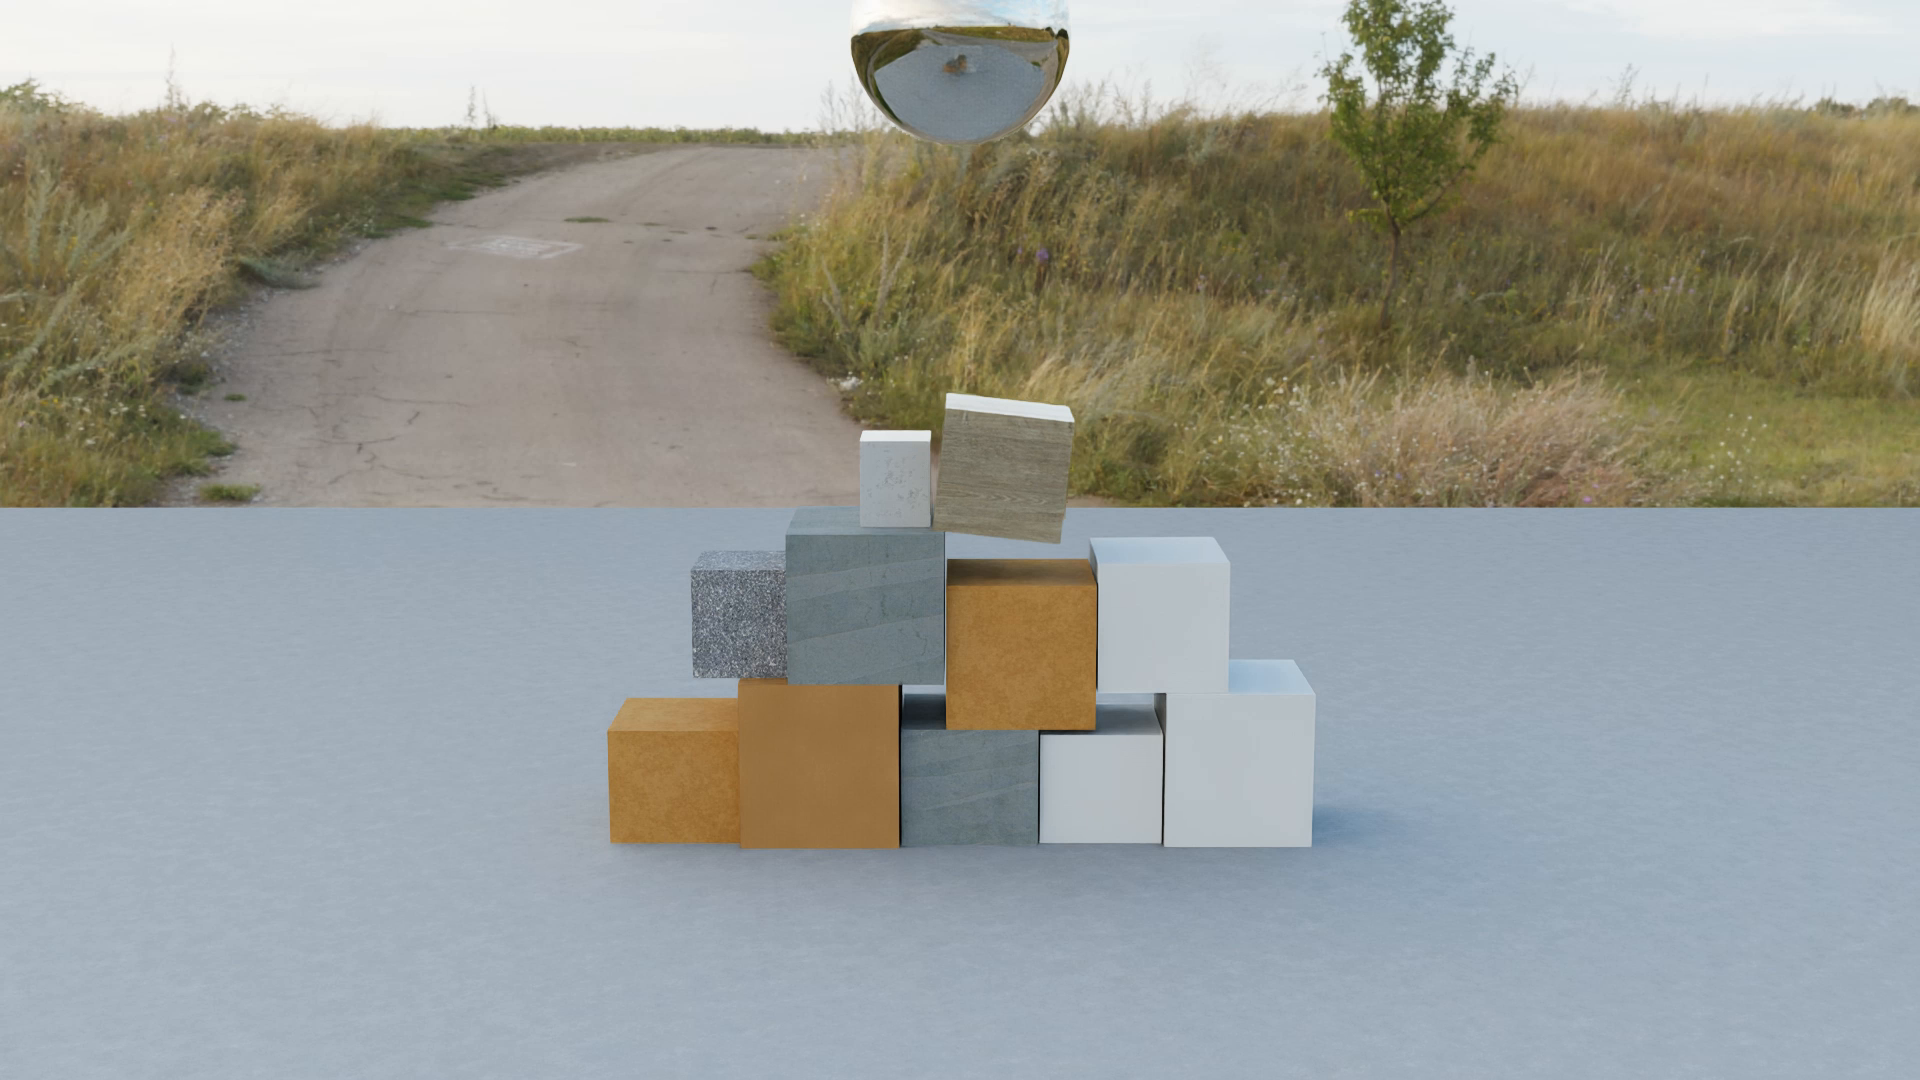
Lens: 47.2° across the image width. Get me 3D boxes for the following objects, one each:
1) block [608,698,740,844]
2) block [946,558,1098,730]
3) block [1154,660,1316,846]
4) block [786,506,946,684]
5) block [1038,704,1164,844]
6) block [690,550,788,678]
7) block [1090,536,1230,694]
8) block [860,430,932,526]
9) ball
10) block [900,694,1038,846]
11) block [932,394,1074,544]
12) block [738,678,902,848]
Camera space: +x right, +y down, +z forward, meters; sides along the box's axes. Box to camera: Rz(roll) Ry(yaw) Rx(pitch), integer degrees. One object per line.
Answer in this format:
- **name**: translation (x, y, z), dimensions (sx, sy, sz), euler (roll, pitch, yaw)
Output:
- **block**: translation (-1.440, 1.186, 11.406), dimensions (0.658, 0.586, 0.666), euler (0, 10, 0)
- **block**: translation (0.304, 0.523, 11.270), dimensions (0.745, 0.734, 0.713), euler (0, 10, 0)
- **block**: translation (1.399, 1.090, 11.369), dimensions (0.740, 0.788, 0.753), euler (0, 10, 0)
- **block**: translation (-0.467, 0.270, 11.240), dimensions (0.776, 0.756, 0.847), euler (0, 10, 0)
- **block**: translation (0.711, 1.199, 11.393), dimensions (0.617, 0.564, 0.639), euler (0, 10, 0)
- **block**: translation (-1.102, 0.374, 11.238), dimensions (0.474, 0.551, 0.533), euler (0, 10, 0)
- **block**: translation (1.010, 0.374, 11.264), dimensions (0.652, 0.658, 0.720), euler (-1, 10, 0)
- **block**: translation (-0.322, -0.313, 11.125), dimensions (0.349, 0.431, 0.396), euler (0, 10, 0)
- **ball**: translation (0.000, -3.635, 15.759), dimensions (1.600, 1.600, 1.600), euler (0, 10, 0)
- **block**: translation (0.048, 1.179, 11.394), dimensions (0.688, 0.603, 0.725), euler (0, 10, 0)
- **block**: translation (0.212, -0.369, 11.103), dimensions (0.635, 0.610, 0.640), euler (6, 10, -1)
- **block**: translation (-0.703, 1.061, 11.365), dimensions (0.796, 0.846, 0.810), euler (0, 10, 0)
